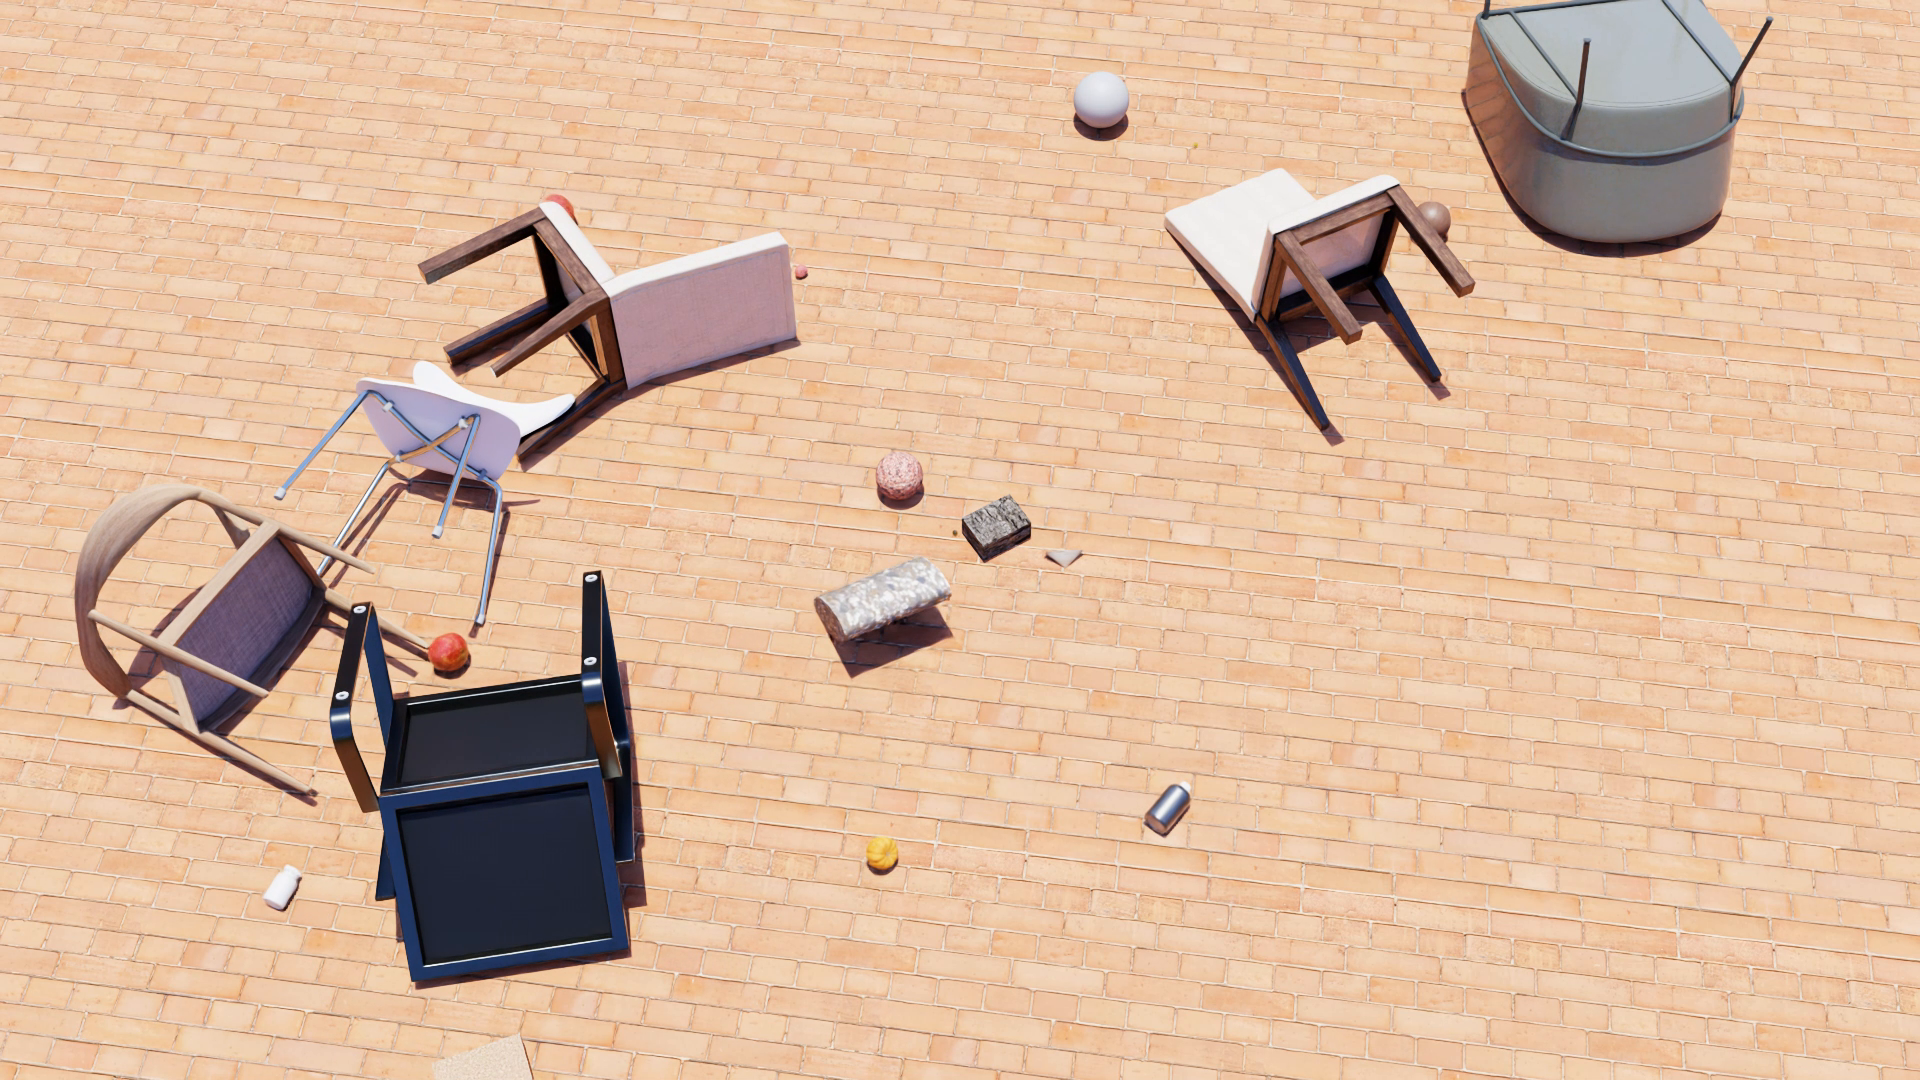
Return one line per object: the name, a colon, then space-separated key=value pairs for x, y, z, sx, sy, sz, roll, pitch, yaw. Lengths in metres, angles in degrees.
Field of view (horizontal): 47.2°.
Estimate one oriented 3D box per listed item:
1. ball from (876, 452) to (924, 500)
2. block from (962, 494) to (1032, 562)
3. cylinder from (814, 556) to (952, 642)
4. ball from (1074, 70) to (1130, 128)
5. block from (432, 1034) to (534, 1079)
ball: x=-0.182 y=-0.194 z=6.617 sx=0.145 sy=0.145 sz=0.145 roll=0 pitch=56 yaw=0
block: x=0.109 y=-0.037 z=6.550 sx=0.168 sy=0.081 sz=0.122 roll=-27 pitch=60 yaw=-17
cylinder: x=-0.225 y=0.169 z=6.319 sx=0.328 sy=0.122 sz=0.317 roll=-21 pitch=16 yaw=-14
ball: x=0.480 y=-1.494 z=7.462 sx=0.191 sy=0.191 sz=0.191 roll=0 pitch=56 yaw=0
block: x=-1.195 y=1.404 z=5.581 sx=0.229 sy=0.084 sz=0.220 roll=-17 pitch=58 yaw=-11
